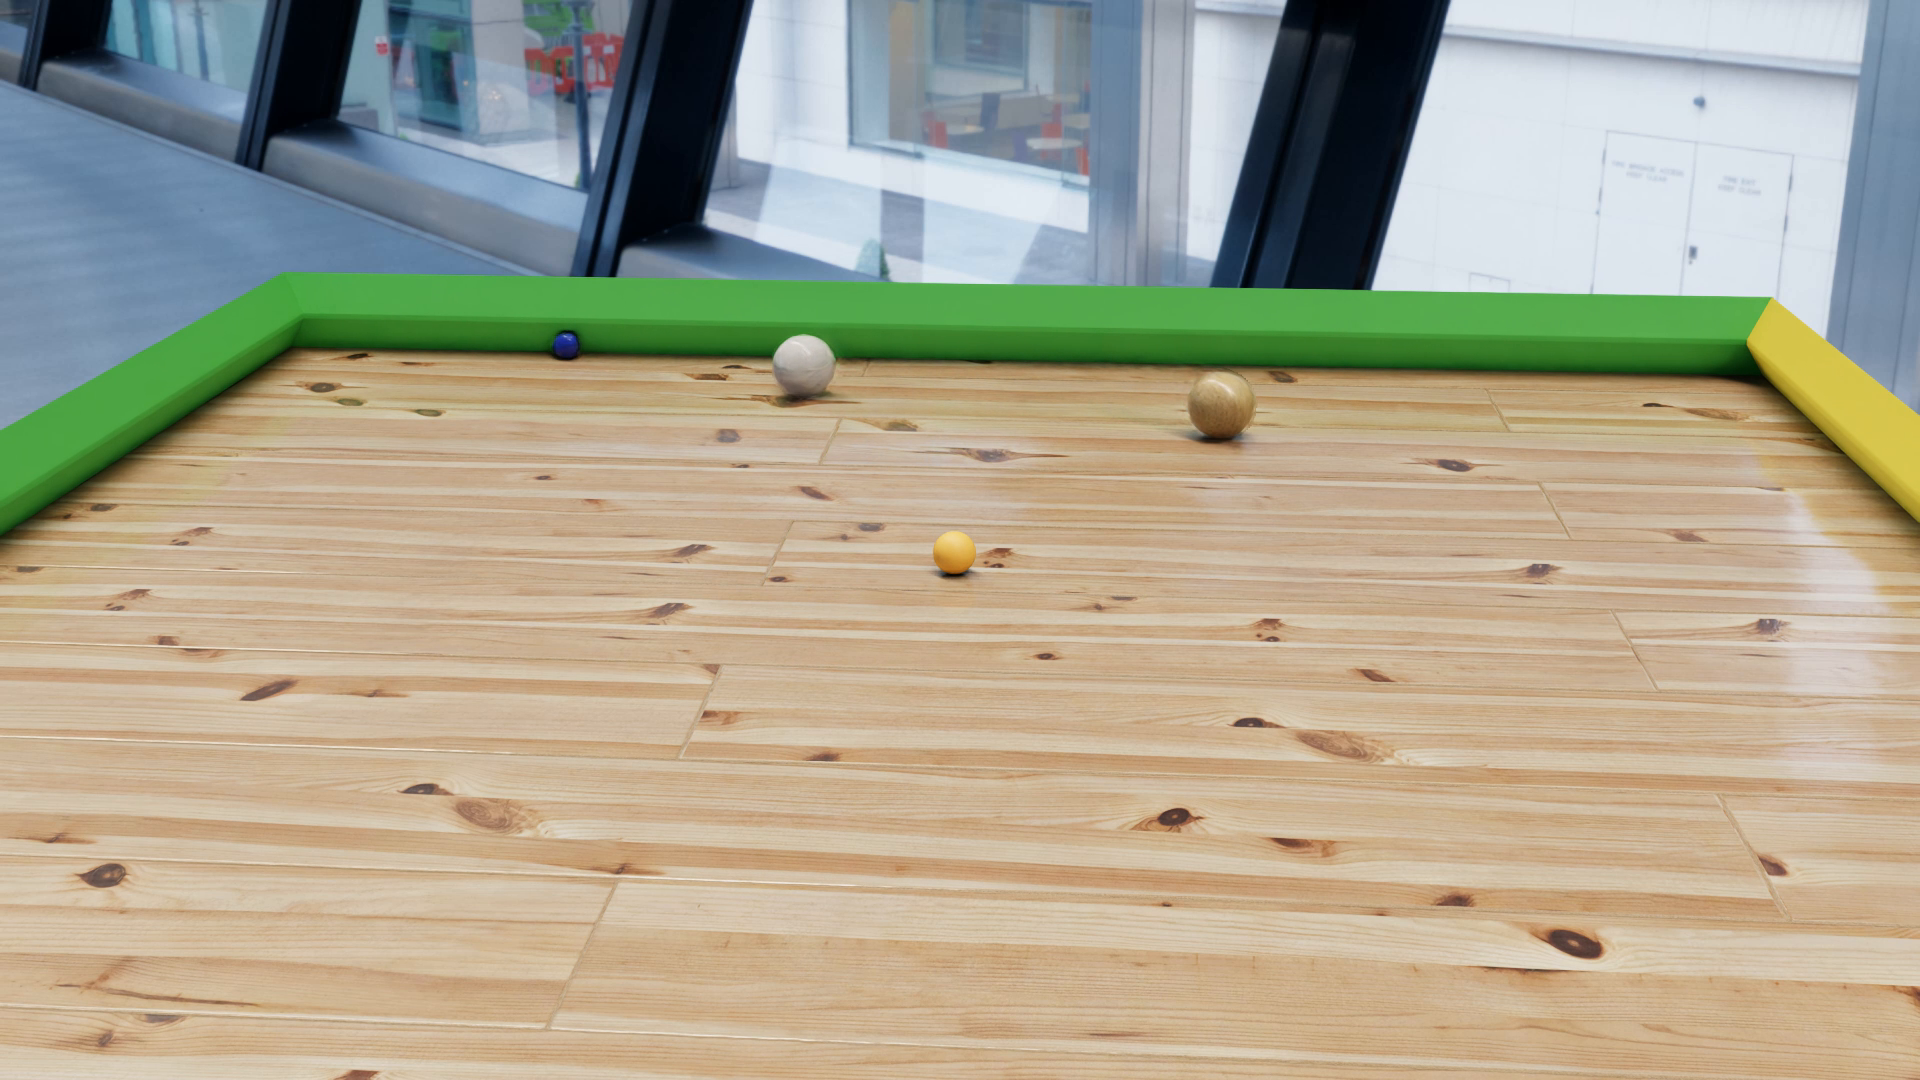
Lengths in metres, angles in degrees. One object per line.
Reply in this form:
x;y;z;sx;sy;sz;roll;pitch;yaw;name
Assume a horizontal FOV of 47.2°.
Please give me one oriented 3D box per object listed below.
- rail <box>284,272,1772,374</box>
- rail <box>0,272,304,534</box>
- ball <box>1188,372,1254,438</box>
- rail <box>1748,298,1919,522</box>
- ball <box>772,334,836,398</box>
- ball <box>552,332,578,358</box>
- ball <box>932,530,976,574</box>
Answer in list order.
0.080;-0.354;3.633;2.465;0.128;0.045;1;19;4;rail
-1.286;0.270;1.800;0.045;0.128;4.123;1;19;4;rail
0.383;-0.198;3.223;0.098;0.098;0.098;0;19;0;ball
1.123;0.331;1.619;0.045;0.128;4.123;1;19;4;rail
-0.244;-0.273;3.441;0.098;0.098;0.098;0;19;0;ball
-0.660;-0.325;3.681;0.044;0.044;0.044;0;19;0;ball
-0.007;0.015;2.667;0.052;0.052;0.052;0;19;0;ball
